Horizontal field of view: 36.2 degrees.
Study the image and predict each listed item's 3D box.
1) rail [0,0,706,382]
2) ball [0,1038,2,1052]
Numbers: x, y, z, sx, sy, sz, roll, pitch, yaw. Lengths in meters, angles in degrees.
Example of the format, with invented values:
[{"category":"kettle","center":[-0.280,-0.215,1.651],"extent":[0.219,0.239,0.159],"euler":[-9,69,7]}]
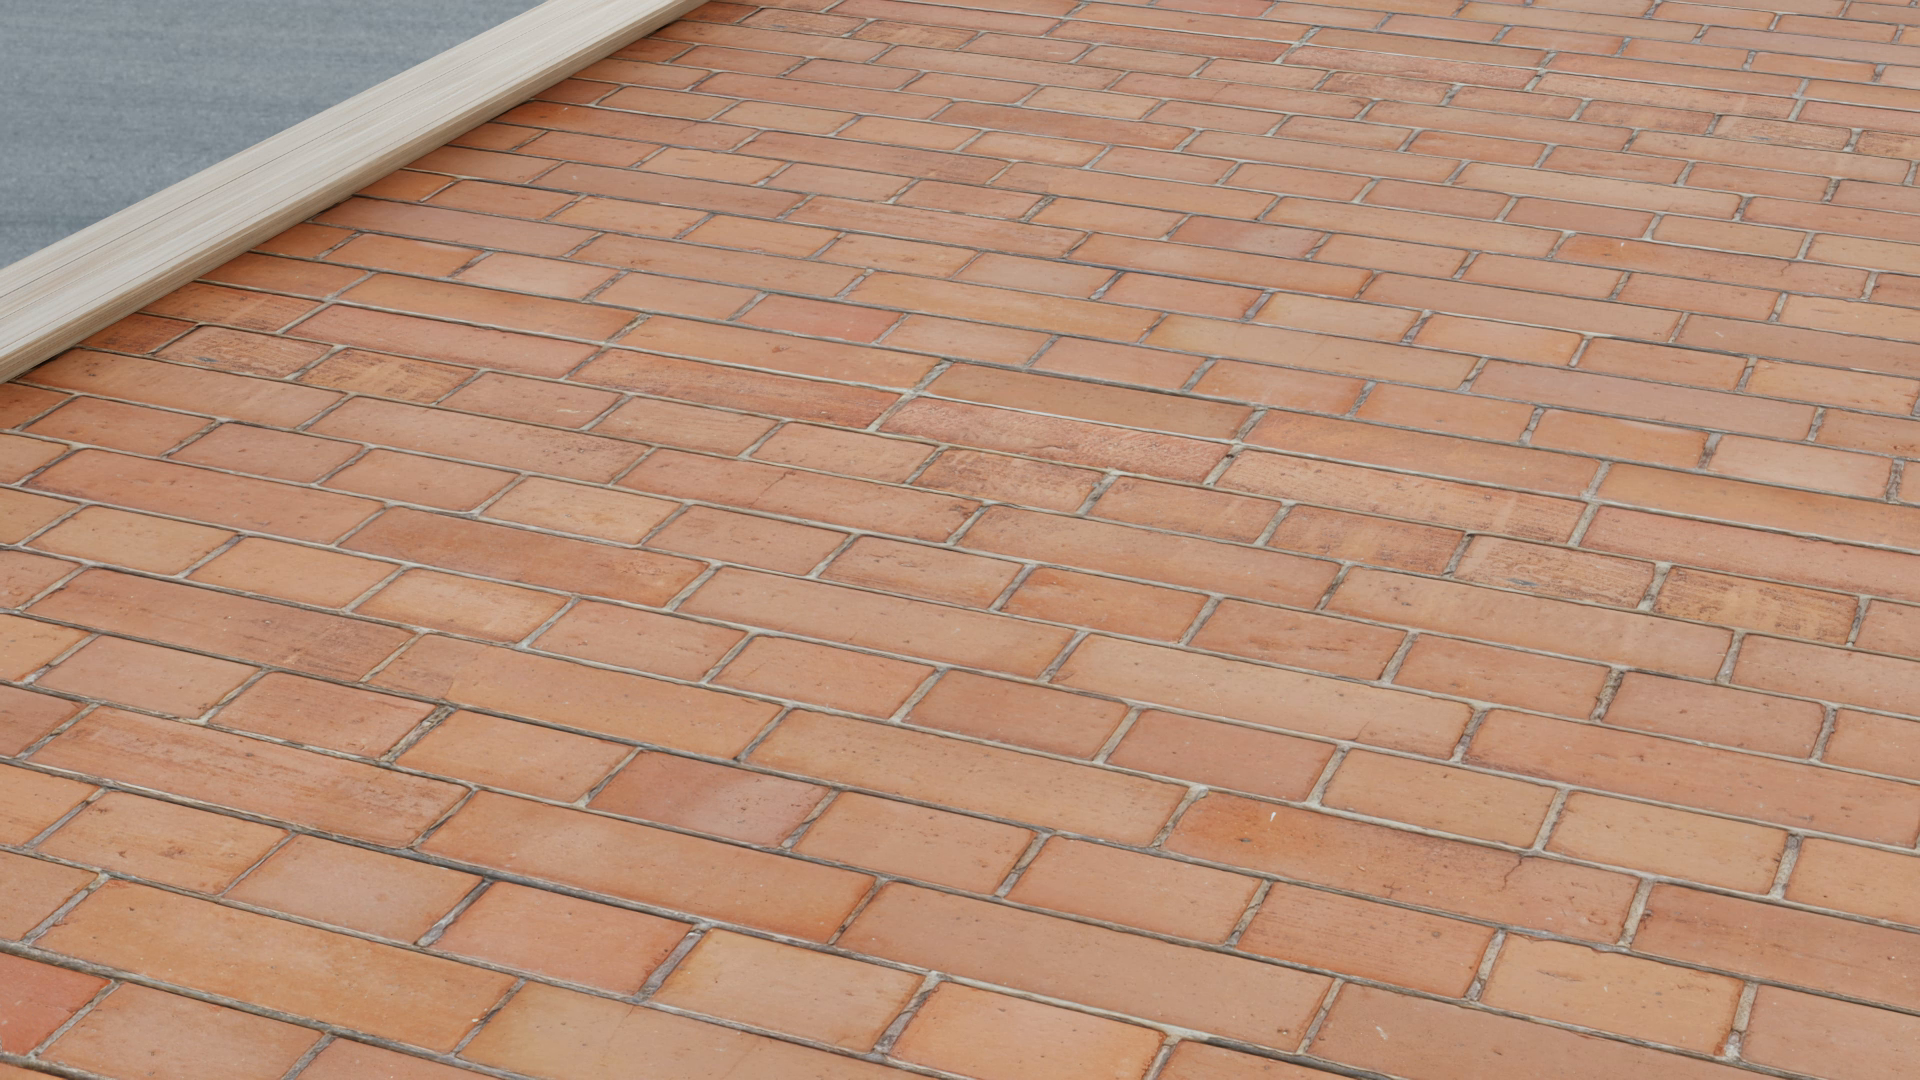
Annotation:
[{"category":"rail","center":[-0.415,-0.435,2.748],"extent":[0.045,0.083,3.036],"euler":[10,27,20]},{"category":"ball","center":[-0.475,0.236,1.365],"extent":[0.058,0.058,0.058],"euler":[0,25,0]}]
